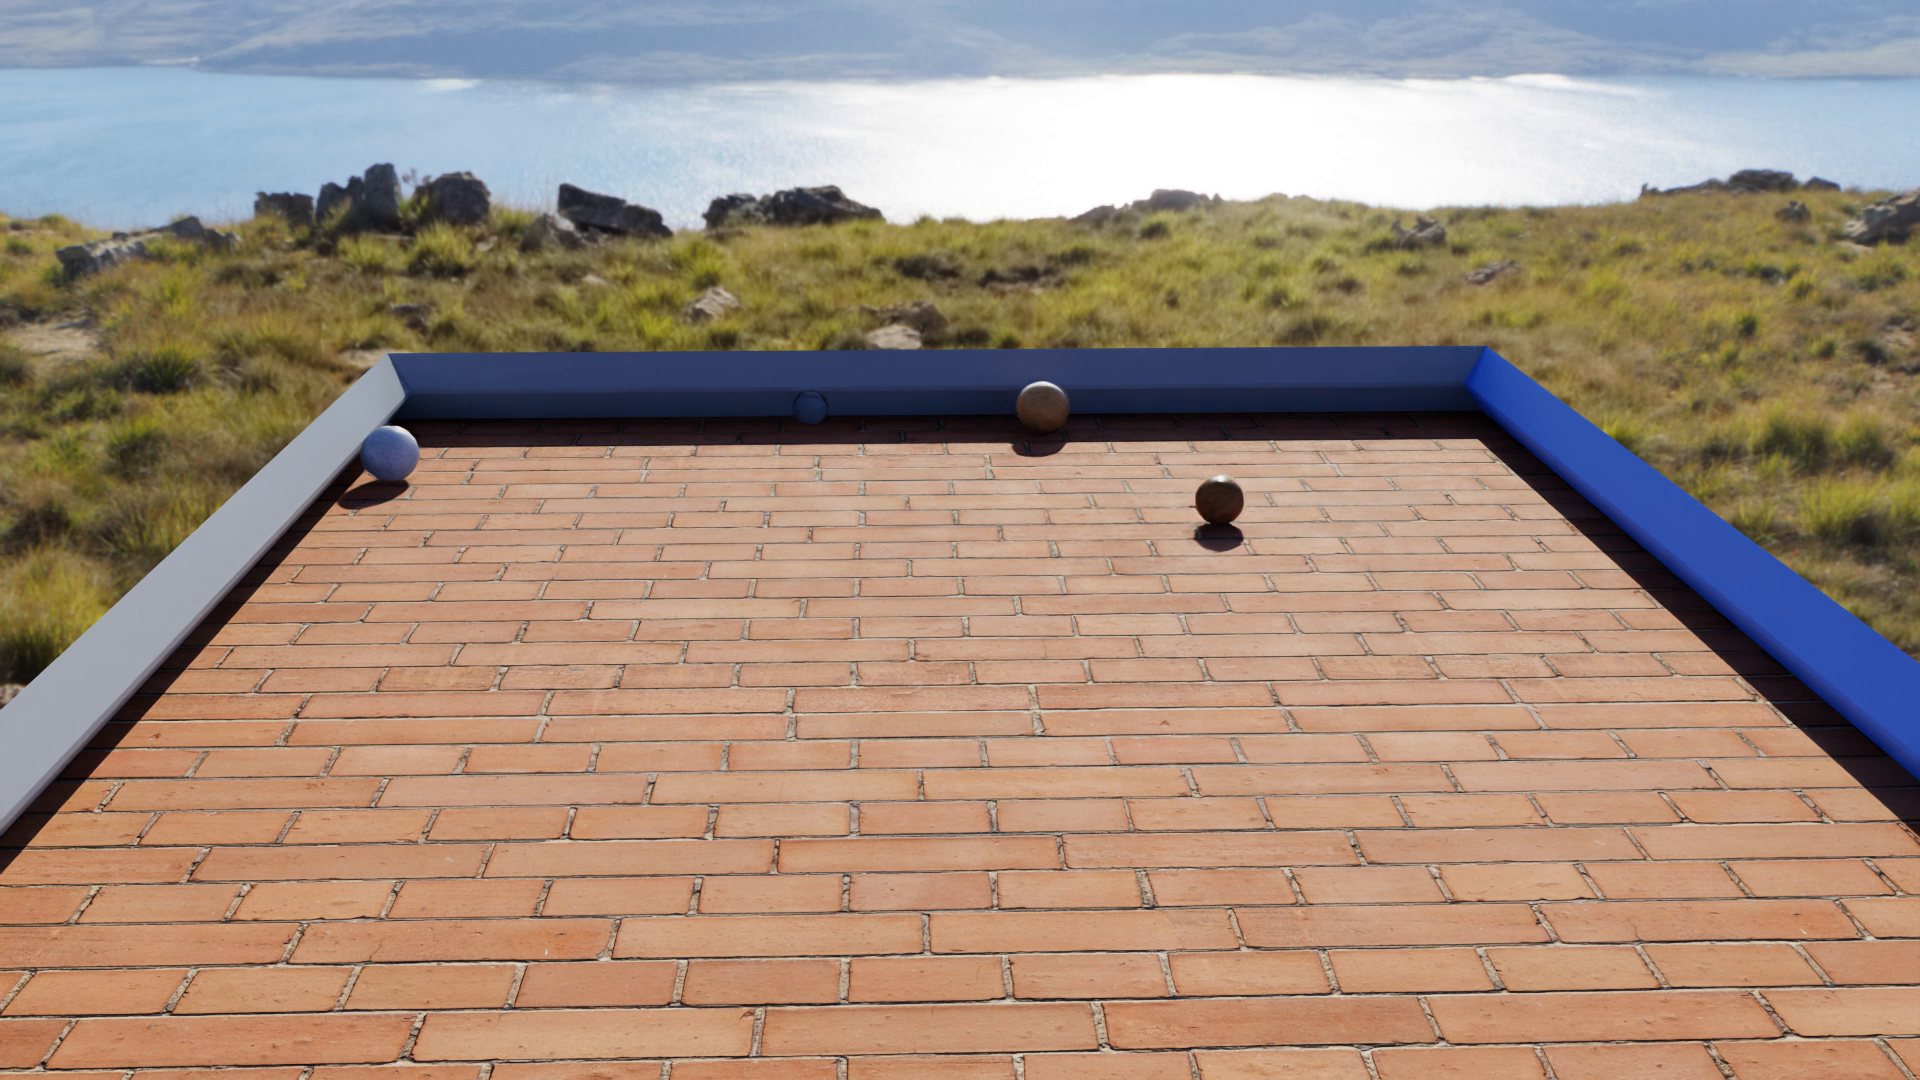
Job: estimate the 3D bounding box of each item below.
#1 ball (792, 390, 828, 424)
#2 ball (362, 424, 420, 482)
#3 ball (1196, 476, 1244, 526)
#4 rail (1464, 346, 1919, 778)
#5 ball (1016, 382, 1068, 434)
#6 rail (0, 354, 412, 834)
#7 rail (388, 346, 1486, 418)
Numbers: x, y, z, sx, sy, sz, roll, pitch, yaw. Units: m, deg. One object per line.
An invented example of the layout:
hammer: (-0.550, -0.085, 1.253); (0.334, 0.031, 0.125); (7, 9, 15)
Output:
ball: (-0.235, -0.208, 3.454); (0.054, 0.054, 0.054); (0, 16, 0)
ball: (-0.807, -0.123, 3.115); (0.080, 0.080, 0.080); (0, 16, 0)
ball: (0.342, -0.052, 2.898); (0.065, 0.065, 0.065); (0, 16, 0)
rail: (0.882, 0.206, 1.938); (0.045, 0.105, 3.345); (-1, 16, -2)
ball: (0.127, -0.205, 3.394); (0.081, 0.081, 0.081); (0, 16, 0)
rail: (-0.823, 0.223, 1.880); (0.045, 0.105, 3.345); (-1, 16, -2)
rail: (-0.029, -0.246, 3.491); (1.753, 0.105, 0.045); (-1, 16, -2)
